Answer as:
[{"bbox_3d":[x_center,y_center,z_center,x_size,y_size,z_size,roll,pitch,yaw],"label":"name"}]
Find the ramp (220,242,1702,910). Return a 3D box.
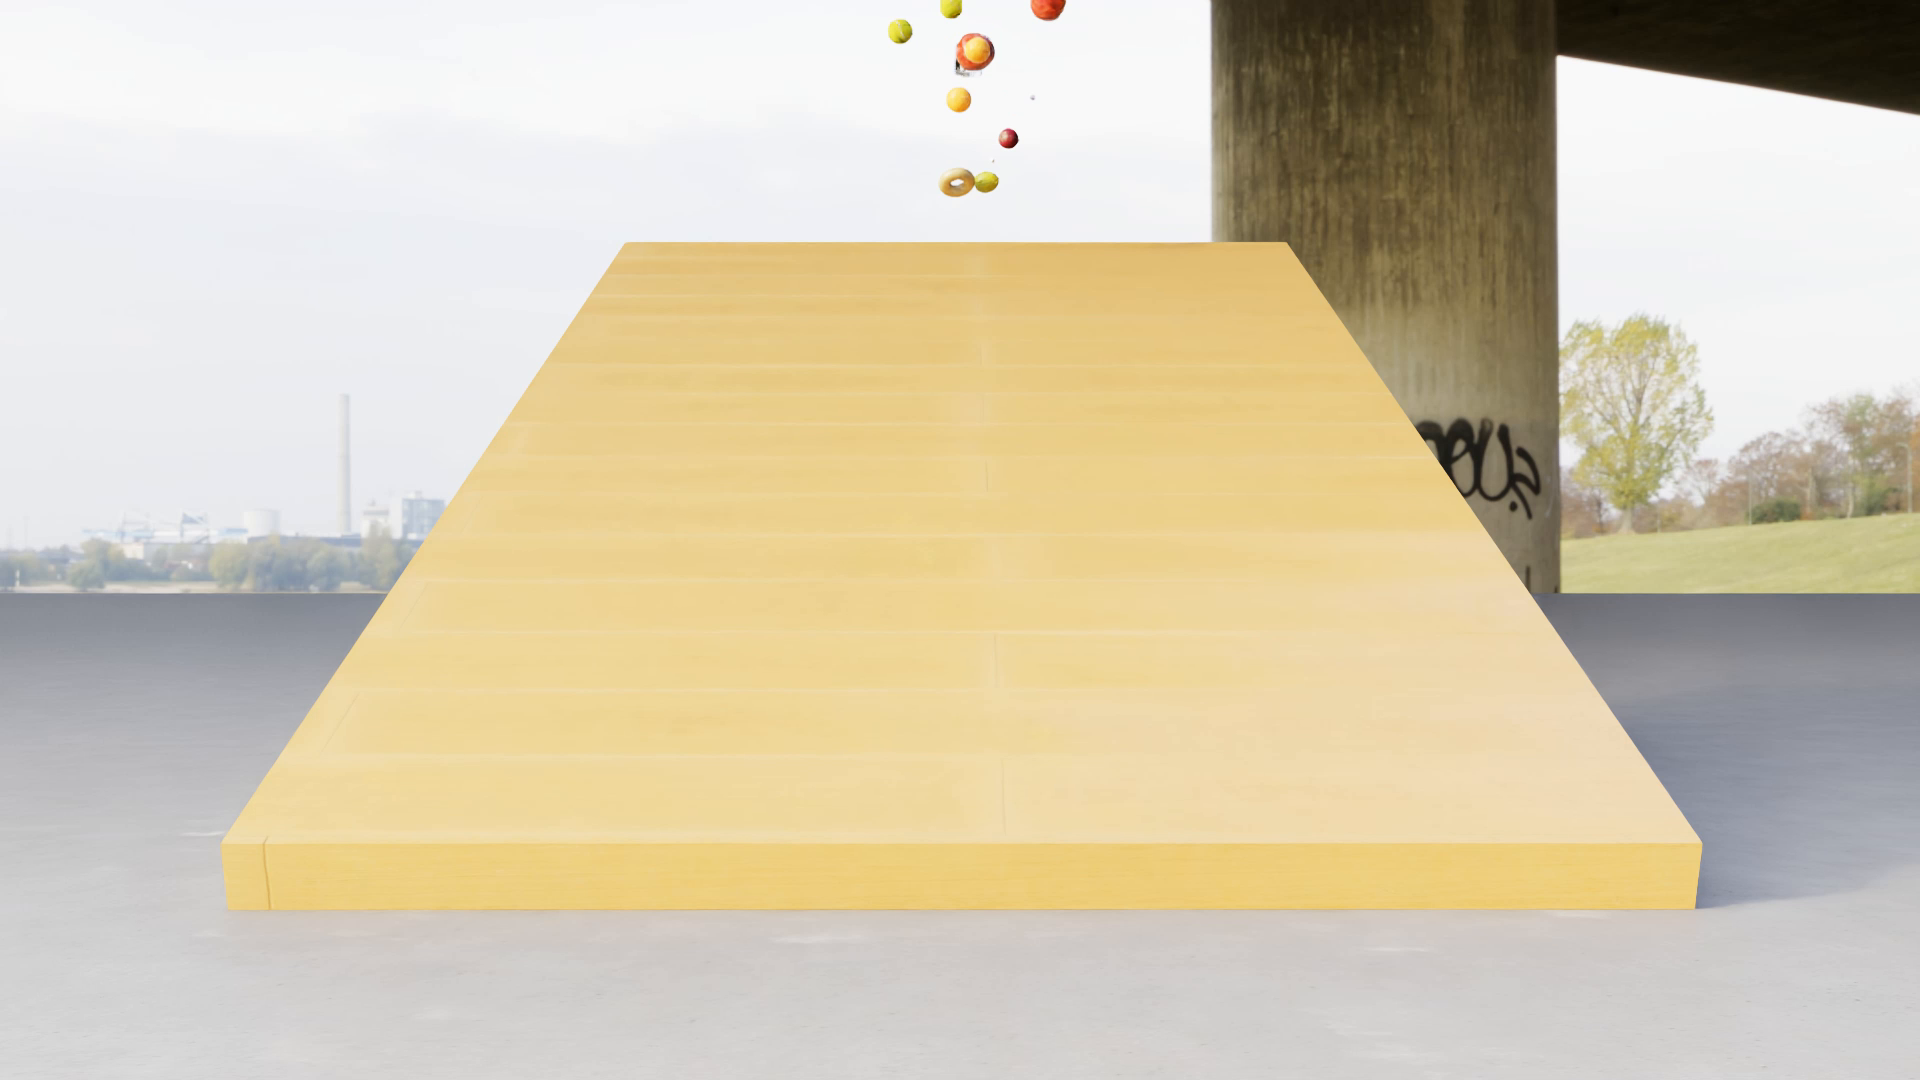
[{"bbox_3d":[-0.004,-0.199,4.946,2.000,0.100,4.000,0,19,0],"label":"ramp"}]

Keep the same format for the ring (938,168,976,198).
[{"bbox_3d":[-0.009,-0.995,6.268,0.104,0.035,0.104,-6,-34,-4],"label":"ring"}]

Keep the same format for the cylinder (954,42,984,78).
[{"bbox_3d":[0.026,-1.428,6.702,0.086,0.086,0.086,4,-1,0],"label":"cylinder"}]
